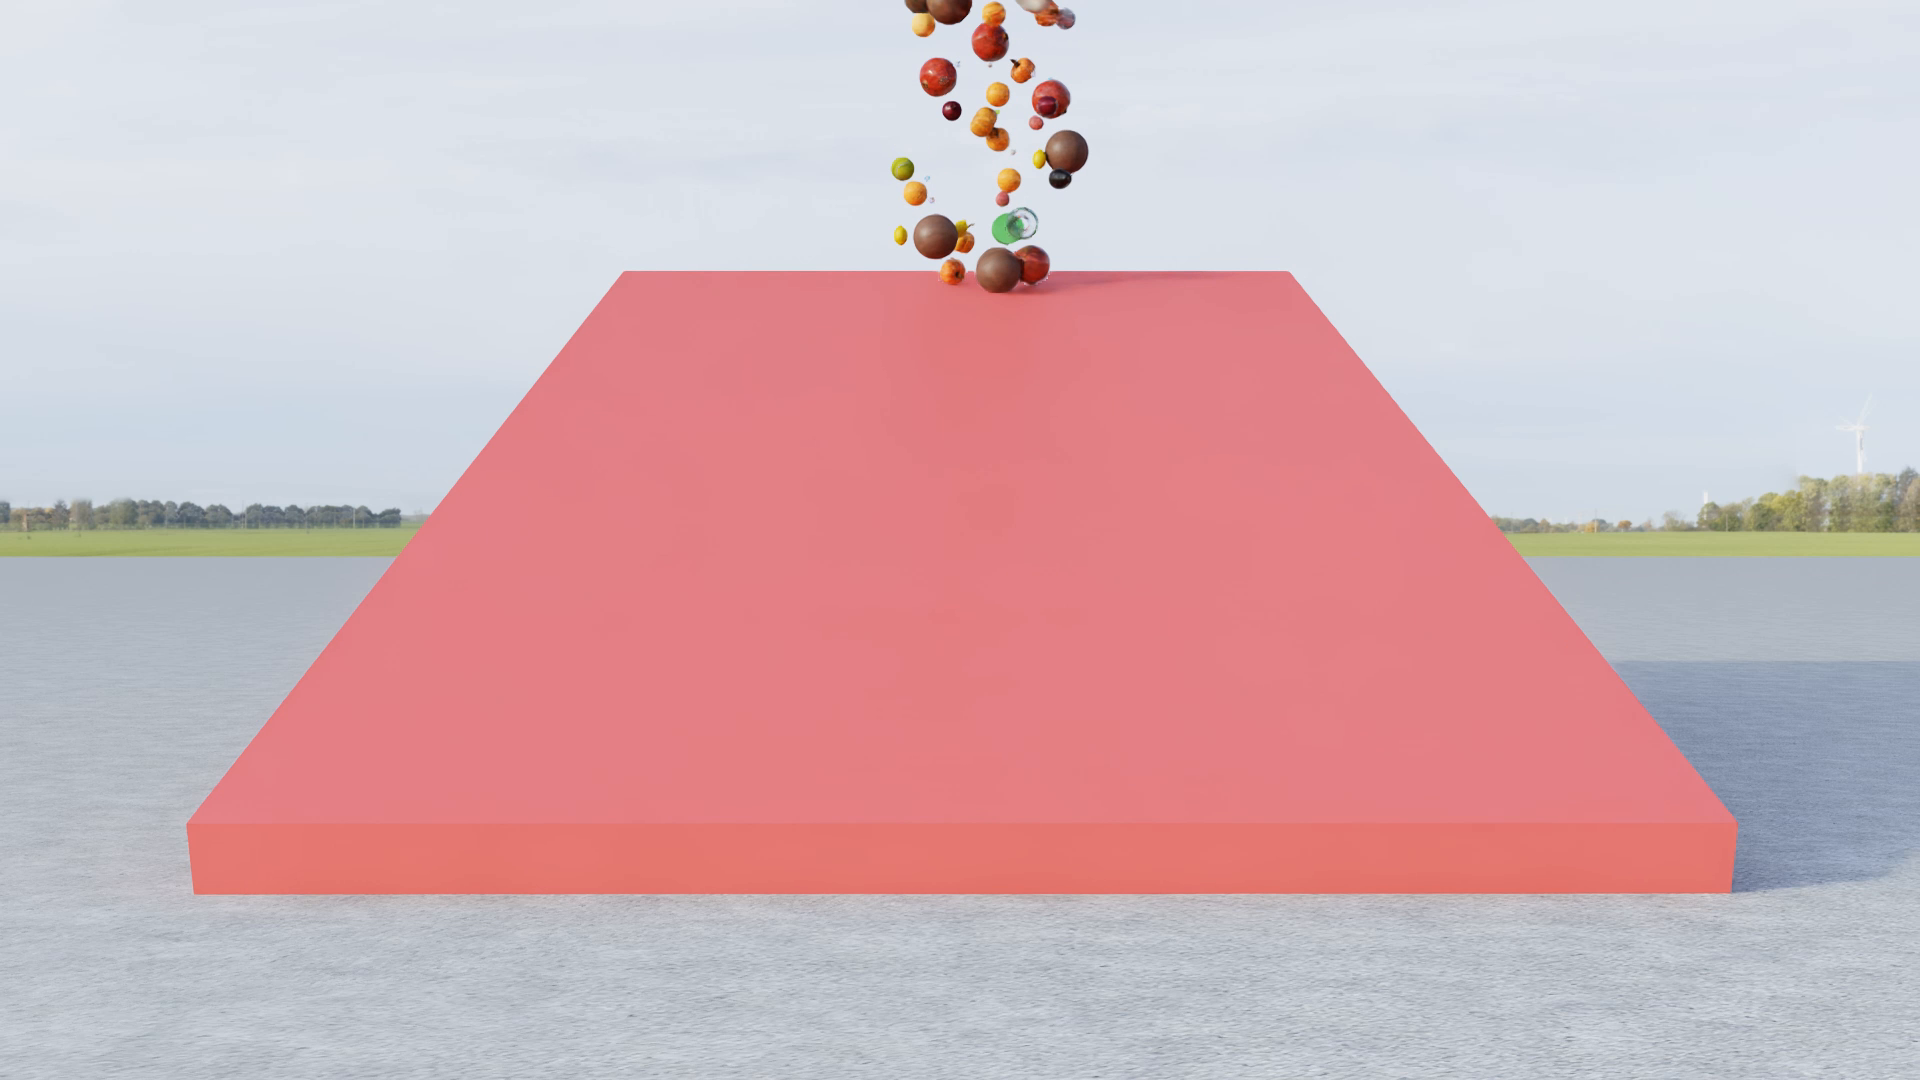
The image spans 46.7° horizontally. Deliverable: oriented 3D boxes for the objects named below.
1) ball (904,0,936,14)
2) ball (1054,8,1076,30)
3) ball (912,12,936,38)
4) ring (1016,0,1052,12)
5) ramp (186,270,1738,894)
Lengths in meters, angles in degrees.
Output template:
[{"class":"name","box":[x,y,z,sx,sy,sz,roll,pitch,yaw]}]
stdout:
[{"class":"ball","box":[-0.117,-1.604,6.579,0.097,0.097,0.097,0,0,0]},{"class":"ball","box":[0.304,-1.507,6.427,0.062,0.062,0.062,0,0,0]},{"class":"ball","box":[-0.105,-1.474,6.362,0.070,0.070,0.070,0,0,0]},{"class":"ring","box":[0.205,-1.533,6.235,0.118,0.118,0.039,0,42,24]},{"class":"ramp","box":[-0.003,-0.175,4.790,2.000,0.100,4.000,0,17,0]}]
